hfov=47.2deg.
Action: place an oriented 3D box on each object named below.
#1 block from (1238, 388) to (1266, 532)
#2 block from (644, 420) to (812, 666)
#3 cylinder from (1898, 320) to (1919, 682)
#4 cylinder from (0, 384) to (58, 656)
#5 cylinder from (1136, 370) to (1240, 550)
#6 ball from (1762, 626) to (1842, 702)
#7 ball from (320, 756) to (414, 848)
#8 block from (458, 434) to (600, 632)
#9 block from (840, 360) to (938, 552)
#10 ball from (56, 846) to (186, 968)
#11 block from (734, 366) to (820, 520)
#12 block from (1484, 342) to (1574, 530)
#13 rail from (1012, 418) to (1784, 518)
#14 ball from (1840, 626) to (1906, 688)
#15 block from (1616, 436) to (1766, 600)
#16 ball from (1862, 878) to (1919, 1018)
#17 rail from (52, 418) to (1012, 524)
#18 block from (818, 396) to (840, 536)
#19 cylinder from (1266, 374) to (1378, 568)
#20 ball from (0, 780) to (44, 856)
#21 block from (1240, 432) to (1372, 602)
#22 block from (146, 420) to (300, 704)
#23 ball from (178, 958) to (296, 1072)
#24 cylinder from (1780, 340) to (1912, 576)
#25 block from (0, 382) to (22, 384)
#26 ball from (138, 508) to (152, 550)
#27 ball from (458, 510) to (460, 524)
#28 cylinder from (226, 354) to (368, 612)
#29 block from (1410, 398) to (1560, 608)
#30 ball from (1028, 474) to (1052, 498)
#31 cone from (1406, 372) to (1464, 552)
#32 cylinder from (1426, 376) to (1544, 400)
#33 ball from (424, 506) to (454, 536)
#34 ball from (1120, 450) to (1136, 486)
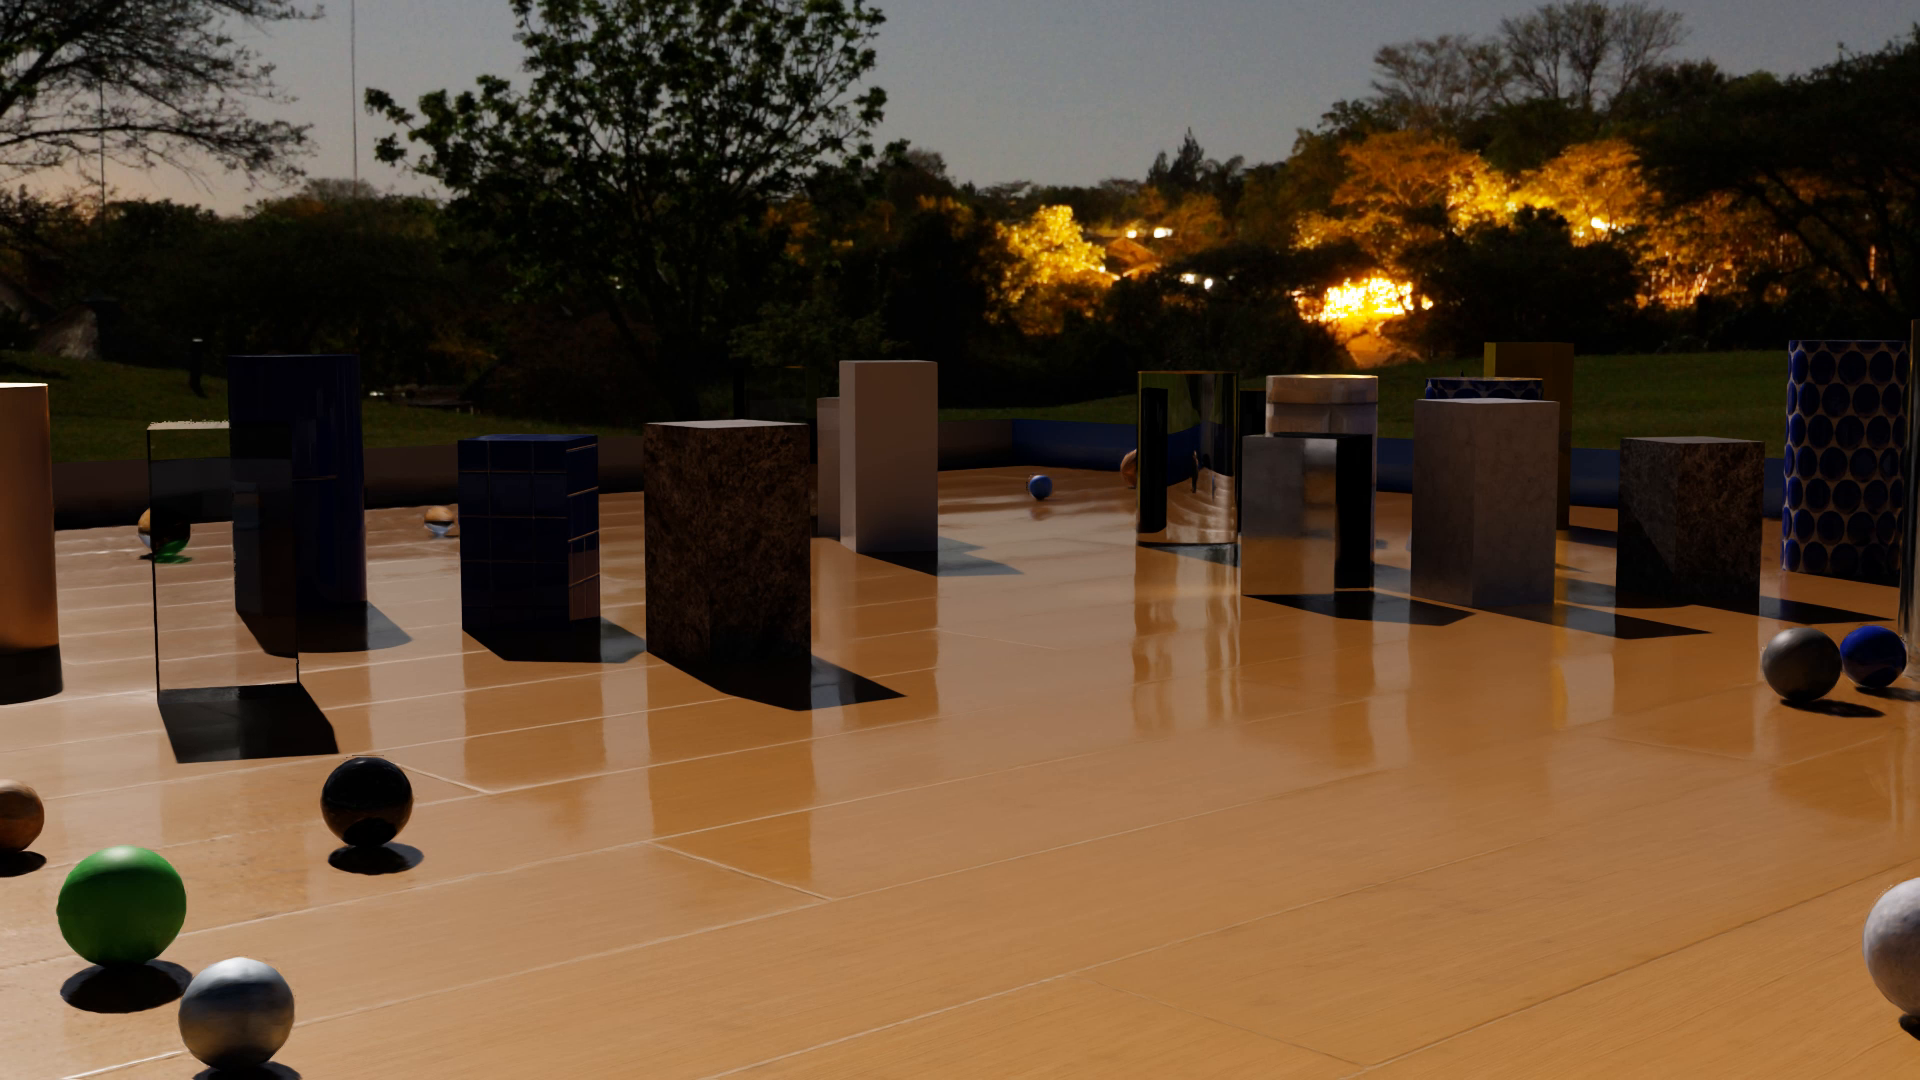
[{"bbox_3d":[0.607,-0.163,4.454,0.154,0.282,0.154,1,6,11],"label":"block"},{"bbox_3d":[-0.301,-0.002,2.841,0.154,0.298,0.154,-5,8,-39],"label":"block"},{"bbox_3d":[1.241,-0.049,2.647,0.193,0.432,0.193,0,6,0],"label":"cylinder"},{"bbox_3d":[-1.295,-0.030,2.891,0.193,0.345,0.193,0,6,0],"label":"cylinder"},{"bbox_3d":[0.429,-0.153,4.147,0.193,0.326,0.193,0,6,0],"label":"cylinder"},{"bbox_3d":[0.958,0.141,2.502,0.085,0.085,0.085,0,6,0],"label":"ball"},{"bbox_3d":[-0.492,0.217,1.825,0.075,0.075,0.075,0,6,0],"label":"ball"},{"bbox_3d":[-0.608,-0.013,3.116,0.154,0.264,0.154,1,6,7],"label":"block"},{"bbox_3d":[-0.134,-0.159,4.102,0.154,0.347,0.154,-1,6,-14],"label":"block"},{"bbox_3d":[-0.568,0.249,1.491,0.082,0.082,0.082,0,6,0],"label":"ball"},{"bbox_3d":[-0.388,-0.207,4.681,0.154,0.321,0.154,1,6,7],"label":"block"},{"bbox_3d":[1.158,-0.215,4.498,0.154,0.376,0.154,1,6,5],"label":"block"},{"bbox_3d":[1.611,-0.123,4.810,0.045,0.125,4.350,-6,8,-42],"label":"rail"},{"bbox_3d":[1.073,0.137,2.585,0.075,0.075,0.075,0,6,0],"label":"ball"},{"bbox_3d":[1.142,-0.037,3.445,0.154,0.241,0.154,-2,6,-17],"label":"block"},{"bbox_3d":[0.614,0.256,1.378,0.091,0.091,0.091,0,6,0],"label":"ball"},{"bbox_3d":[-1.459,-0.133,4.905,4.431,0.125,0.045,-6,8,-42],"label":"rail"},{"bbox_3d":[-0.175,-0.146,4.347,0.154,0.271,0.154,3,7,29],"label":"block"},{"bbox_3d":[0.629,-0.121,3.837,0.193,0.328,0.193,0,6,0],"label":"cylinder"},{"bbox_3d":[-0.782,0.227,1.797,0.062,0.062,0.062,0,6,0],"label":"ball"},{"bbox_3d":[0.543,-0.040,3.446,0.154,0.248,0.154,4,7,31],"label":"block"},{"bbox_3d":[-0.858,0.021,2.564,0.154,0.311,0.154,-2,6,-18],"label":"block"},{"bbox_3d":[-0.424,0.278,1.291,0.065,0.065,0.065,0,6,0],"label":"ball"},{"bbox_3d":[1.505,-0.143,3.741,0.193,0.391,0.193,0,6,0],"label":"cylinder"},{"bbox_3d":[-1.555,-0.075,3.384,0.154,0.331,0.154,3,7,25],"label":"block"},{"bbox_3d":[-1.449,-0.020,4.005,0.092,0.092,0.092,0,6,0],"label":"ball"},{"bbox_3d":[-0.947,-0.044,4.313,0.074,0.074,0.074,0,6,0],"label":"ball"},{"bbox_3d":[-1.000,-0.091,3.321,0.193,0.375,0.193,0,6,0],"label":"cylinder"},{"bbox_3d":[0.803,-0.061,3.372,0.154,0.305,0.154,-3,7,-24],"label":"block"},{"bbox_3d":[0.190,-0.125,5.165,0.057,0.057,0.057,0,6,0],"label":"ball"},{"bbox_3d":[0.921,-0.148,4.051,0.193,0.336,0.193,0,6,0],"label":"cone"},{"bbox_3d":[0.878,-0.107,3.697,0.193,0.328,0.193,0,6,0],"label":"cylinder"},{"bbox_3d":[-1.026,-0.038,4.333,0.059,0.059,0.059,0,6,0],"label":"ball"},{"bbox_3d":[0.449,-0.179,5.500,0.094,0.094,0.094,0,6,0],"label":"ball"}]
